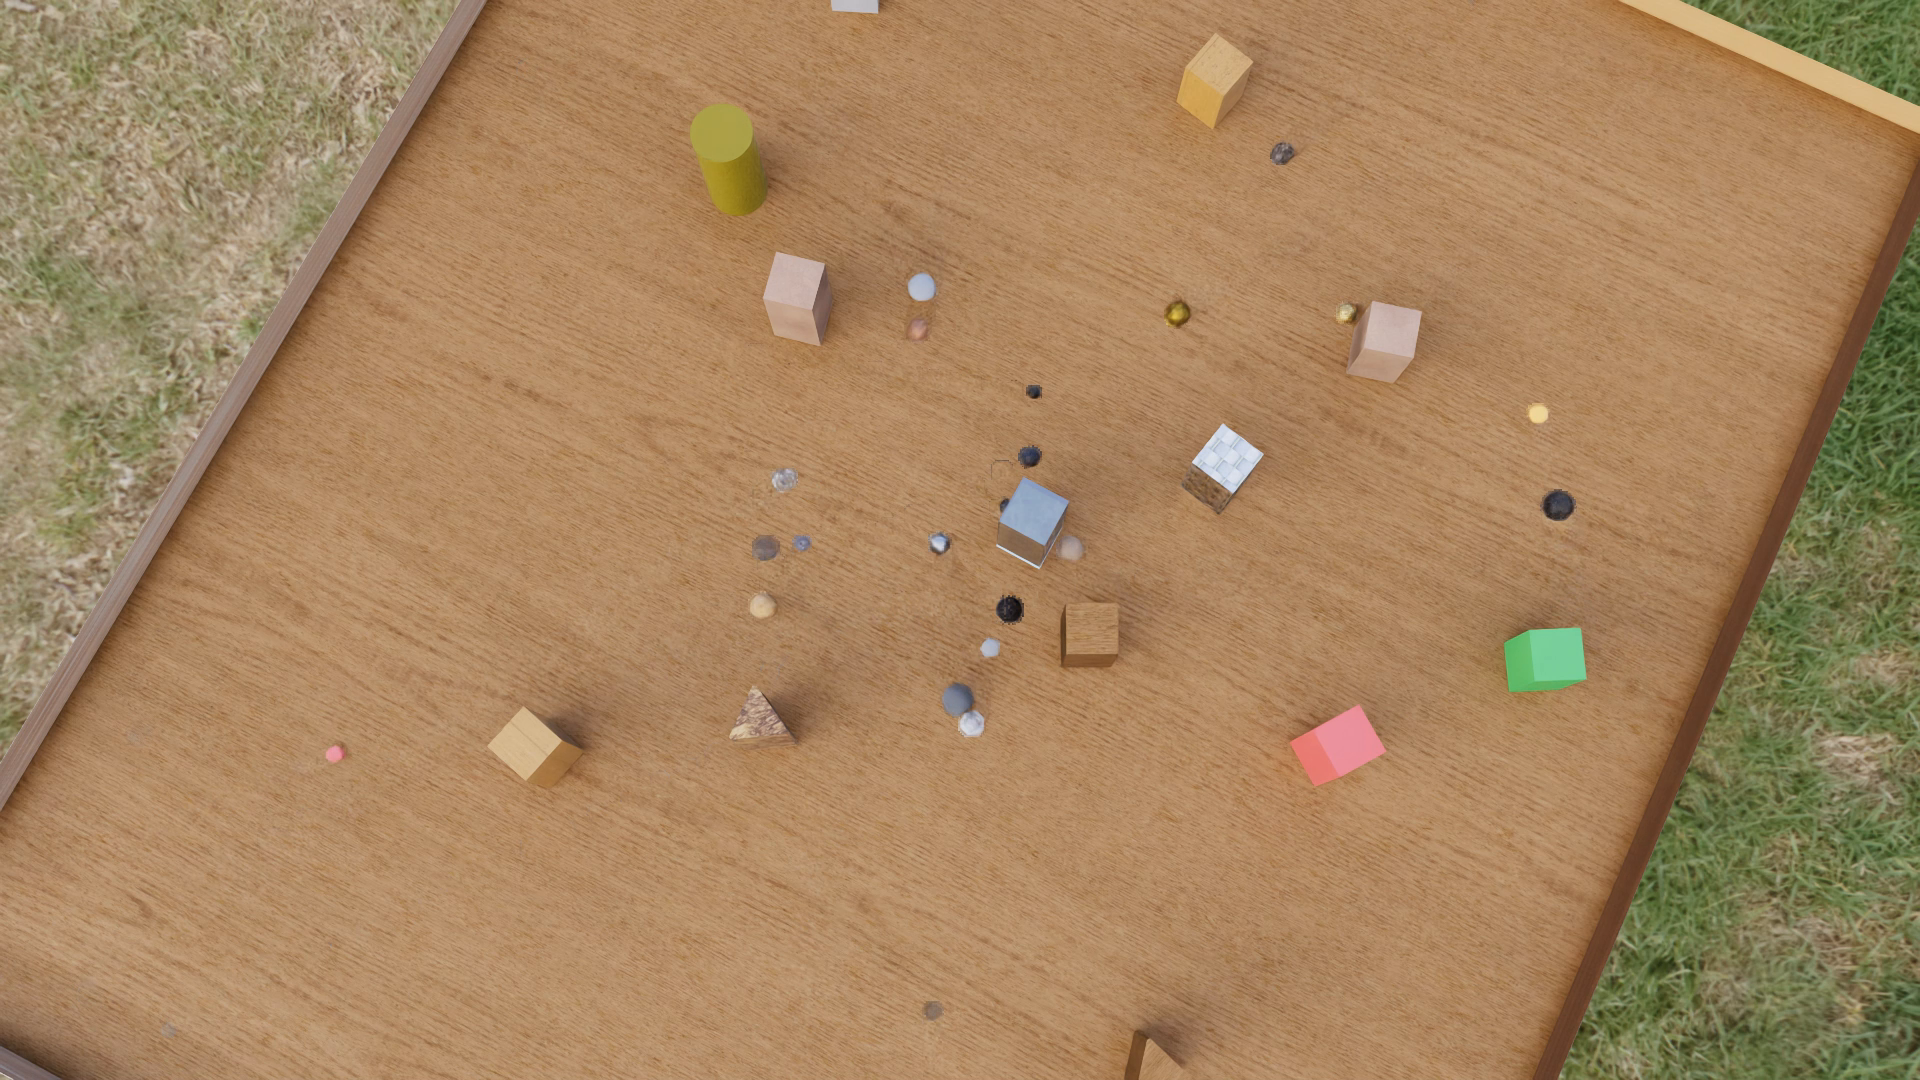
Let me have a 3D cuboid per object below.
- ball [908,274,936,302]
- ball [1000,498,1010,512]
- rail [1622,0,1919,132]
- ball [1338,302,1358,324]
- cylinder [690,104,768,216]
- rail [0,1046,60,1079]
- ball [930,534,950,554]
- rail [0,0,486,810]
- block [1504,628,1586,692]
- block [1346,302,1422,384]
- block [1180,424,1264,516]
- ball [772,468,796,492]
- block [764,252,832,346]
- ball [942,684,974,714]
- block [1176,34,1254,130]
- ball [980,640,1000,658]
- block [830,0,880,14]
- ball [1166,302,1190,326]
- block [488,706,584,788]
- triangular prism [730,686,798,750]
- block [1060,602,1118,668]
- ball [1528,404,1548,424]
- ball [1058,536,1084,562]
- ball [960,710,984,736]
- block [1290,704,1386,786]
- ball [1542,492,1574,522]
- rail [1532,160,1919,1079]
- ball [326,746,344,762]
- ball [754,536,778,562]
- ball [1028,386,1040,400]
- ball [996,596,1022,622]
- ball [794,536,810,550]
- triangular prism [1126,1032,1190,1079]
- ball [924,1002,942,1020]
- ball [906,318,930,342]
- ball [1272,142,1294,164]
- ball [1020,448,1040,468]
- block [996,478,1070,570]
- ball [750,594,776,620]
[{"bbox_3d":[-0.119,-0.790,5.735,0.088,0.088,0.088,0,78,0],"label":"ball"},{"bbox_3d":[0.144,-0.102,5.566,0.047,0.047,0.047,0,78,0],"label":"ball"},{"bbox_3d":[1.150,-2.246,6.018,4.420,0.122,0.045,26,80,5],"label":"rail"},{"bbox_3d":[1.212,-0.709,5.730,0.065,0.065,0.065,0,78,0],"label":"ball"},{"bbox_3d":[-0.708,-1.165,5.642,0.187,0.421,0.187,0,78,0],"label":"cylinder"},{"bbox_3d":[-1.150,2.259,5.086,4.420,0.122,0.045,26,80,5],"label":"rail"},{"bbox_3d":[-0.062,0.012,5.581,0.063,0.063,0.063,0,78,0],"label":"ball"},{"bbox_3d":[-1.955,-0.951,5.750,0.045,0.122,5.191,26,80,5],"label":"rail"},{"bbox_3d":[1.726,0.356,5.414,0.150,0.252,0.150,-3,78,-1],"label":"block"},{"bbox_3d":[1.294,-0.602,5.606,0.150,0.264,0.150,12,79,2],"label":"block"},{"bbox_3d":[0.784,-0.209,5.506,0.150,0.300,0.150,38,81,7],"label":"block"},{"bbox_3d":[-0.538,-0.183,5.616,0.076,0.076,0.076,0,78,0],"label":"ball"},{"bbox_3d":[-0.491,-0.731,5.590,0.150,0.348,0.150,14,79,3],"label":"block"},{"bbox_3d":[-0.006,0.474,5.471,0.094,0.094,0.094,0,78,0],"label":"ball"},{"bbox_3d":[0.803,-1.446,5.790,0.150,0.246,0.150,39,81,7],"label":"block"},{"bbox_3d":[0.090,0.327,5.520,0.056,0.056,0.056,0,78,0],"label":"ball"},{"bbox_3d":[-0.337,-1.820,5.860,0.150,0.260,0.150,4,78,1],"label":"block"},{"bbox_3d":[0.681,-0.707,5.723,0.078,0.078,0.078,0,78,0],"label":"ball"},{"bbox_3d":[-1.229,0.606,5.328,0.150,0.318,0.150,40,81,8],"label":"block"},{"bbox_3d":[-0.571,0.515,5.322,0.162,0.368,0.141,-6,78,-1],"label":"triangular prism"},{"bbox_3d":[0.380,0.283,5.411,0.150,0.287,0.150,0,78,0],"label":"block"},{"bbox_3d":[1.789,-0.389,5.667,0.059,0.059,0.059,0,78,0],"label":"ball"},{"bbox_3d":[0.337,0.029,5.571,0.077,0.077,0.077,0,78,0],"label":"ball"},{"bbox_3d":[0.037,0.547,5.465,0.075,0.075,0.075,0,78,0],"label":"ball"},{"bbox_3d":[1.089,0.598,5.303,0.150,0.372,0.150,-28,80,-5],"label":"block"},{"bbox_3d":[1.825,-0.102,5.591,0.092,0.092,0.092,0,78,0],"label":"ball"},{"bbox_3d":[1.955,0.964,5.354,0.045,0.122,5.191,26,80,5],"label":"rail"},{"bbox_3d":[-1.862,0.638,5.459,0.050,0.050,0.050,0,78,0],"label":"ball"},{"bbox_3d":[-0.590,0.027,5.573,0.074,0.074,0.074,0,78,0],"label":"ball"},{"bbox_3d":[0.229,-0.457,5.690,0.041,0.041,0.041,0,78,0],"label":"ball"},{"bbox_3d":[0.149,0.211,5.532,0.079,0.079,0.079,0,78,0],"label":"ball"},{"bbox_3d":[-0.482,0.010,5.591,0.046,0.046,0.046,0,78,0],"label":"ball"},{"bbox_3d":[0.530,1.453,5.126,0.162,0.371,0.141,-16,79,-3],"label":"triangular prism"},{"bbox_3d":[-0.079,1.366,5.308,0.051,0.051,0.051,0,78,0],"label":"ball"},{"bbox_3d":[-0.132,-0.657,5.715,0.072,0.072,0.072,0,78,0],"label":"ball"},{"bbox_3d":[1.029,-1.234,5.837,0.068,0.068,0.068,0,78,0],"label":"ball"},{"bbox_3d":[0.217,-0.254,5.638,0.060,0.060,0.060,0,78,0],"label":"ball"},{"bbox_3d":[0.213,-0.047,5.443,0.150,0.359,0.150,28,80,6],"label":"block"},{"bbox_3d":[-0.595,0.202,5.535,0.079,0.079,0.079,0,78,0],"label":"ball"}]
